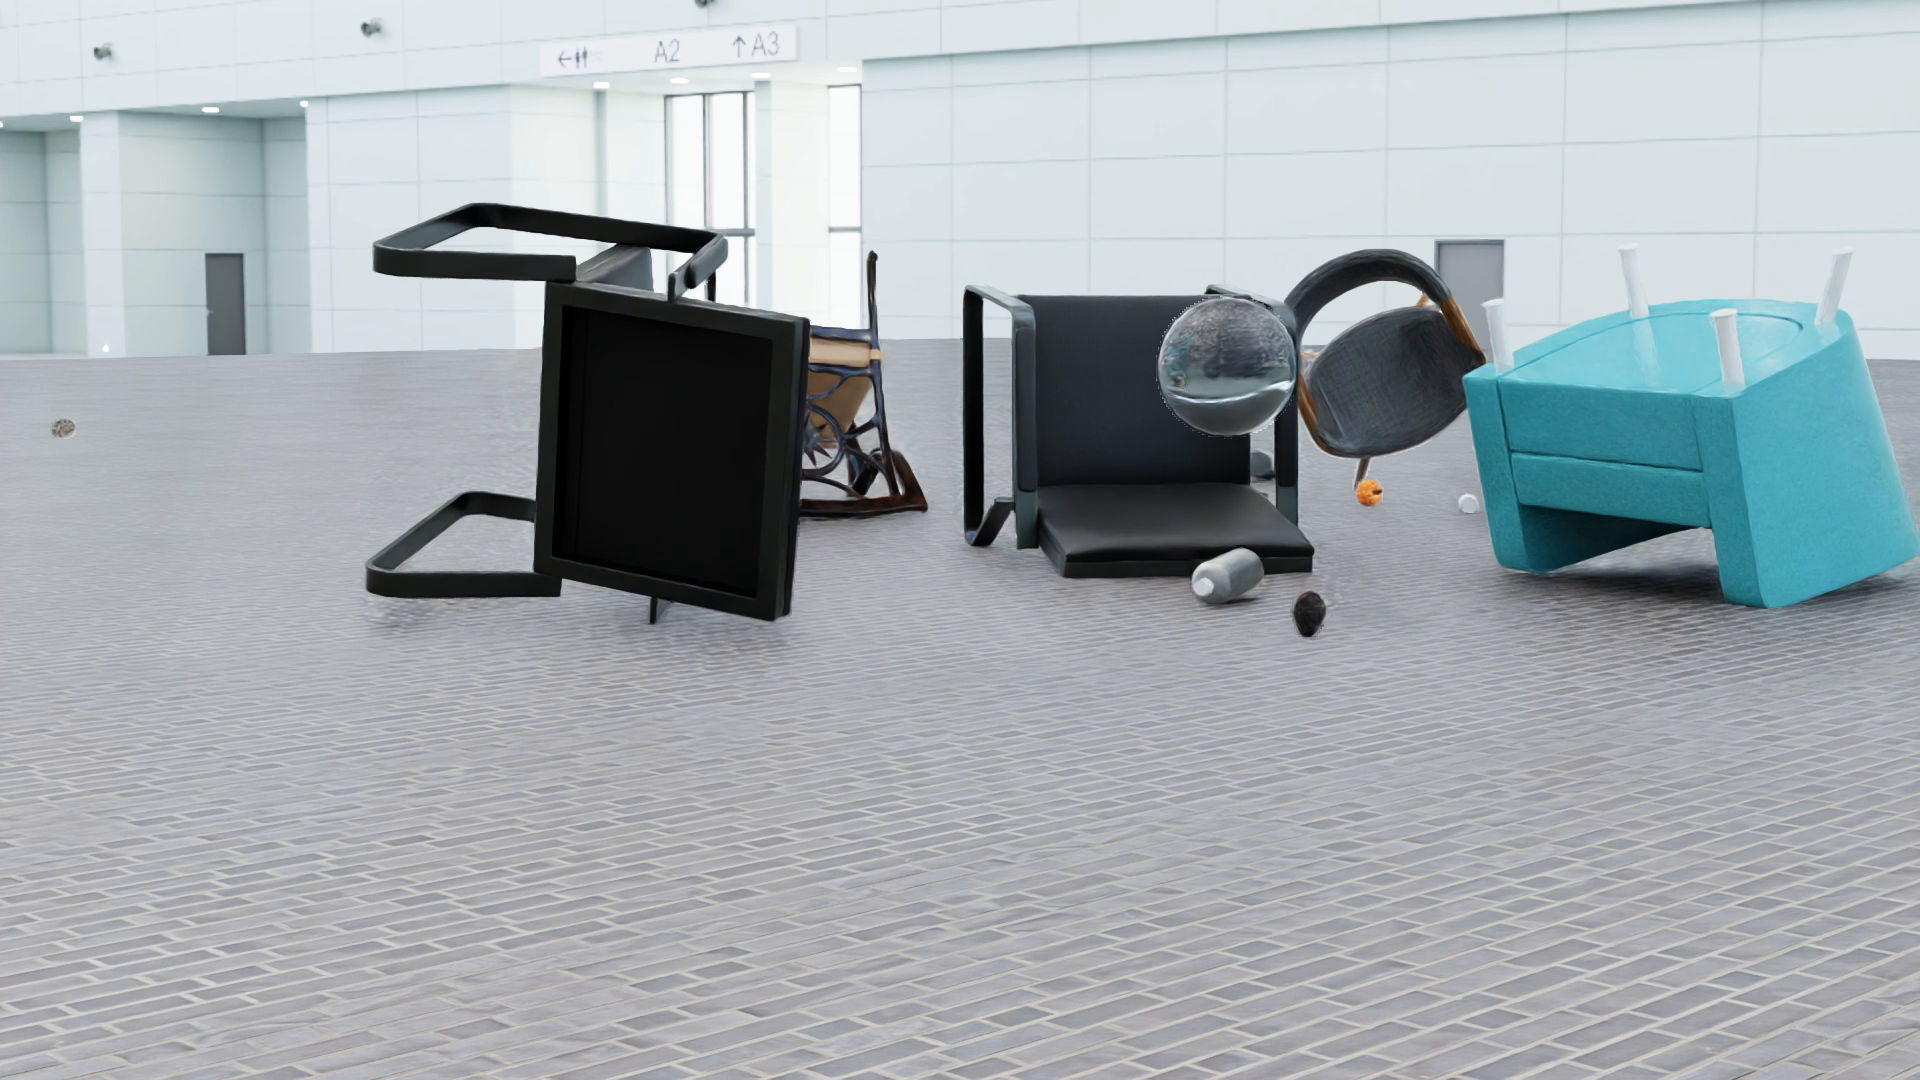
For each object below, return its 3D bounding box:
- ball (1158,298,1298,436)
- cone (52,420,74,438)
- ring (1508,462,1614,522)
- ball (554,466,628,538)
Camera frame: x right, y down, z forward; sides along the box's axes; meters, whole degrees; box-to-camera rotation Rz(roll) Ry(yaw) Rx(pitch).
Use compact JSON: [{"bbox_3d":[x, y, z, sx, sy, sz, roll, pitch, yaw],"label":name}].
[{"bbox_3d":[0.442,-0.286,4.244,0.229,0.229,0.229,0,6,0],"label":"ball"},{"bbox_3d":[-2.385,-0.298,6.800,0.062,0.047,0.063,-26,20,-29],"label":"cone"},{"bbox_3d":[1.626,-0.128,6.946,0.284,0.144,0.259,10,13,44],"label":"ring"},{"bbox_3d":[-0.928,-0.096,6.457,0.182,0.182,0.182,0,6,0],"label":"ball"}]
